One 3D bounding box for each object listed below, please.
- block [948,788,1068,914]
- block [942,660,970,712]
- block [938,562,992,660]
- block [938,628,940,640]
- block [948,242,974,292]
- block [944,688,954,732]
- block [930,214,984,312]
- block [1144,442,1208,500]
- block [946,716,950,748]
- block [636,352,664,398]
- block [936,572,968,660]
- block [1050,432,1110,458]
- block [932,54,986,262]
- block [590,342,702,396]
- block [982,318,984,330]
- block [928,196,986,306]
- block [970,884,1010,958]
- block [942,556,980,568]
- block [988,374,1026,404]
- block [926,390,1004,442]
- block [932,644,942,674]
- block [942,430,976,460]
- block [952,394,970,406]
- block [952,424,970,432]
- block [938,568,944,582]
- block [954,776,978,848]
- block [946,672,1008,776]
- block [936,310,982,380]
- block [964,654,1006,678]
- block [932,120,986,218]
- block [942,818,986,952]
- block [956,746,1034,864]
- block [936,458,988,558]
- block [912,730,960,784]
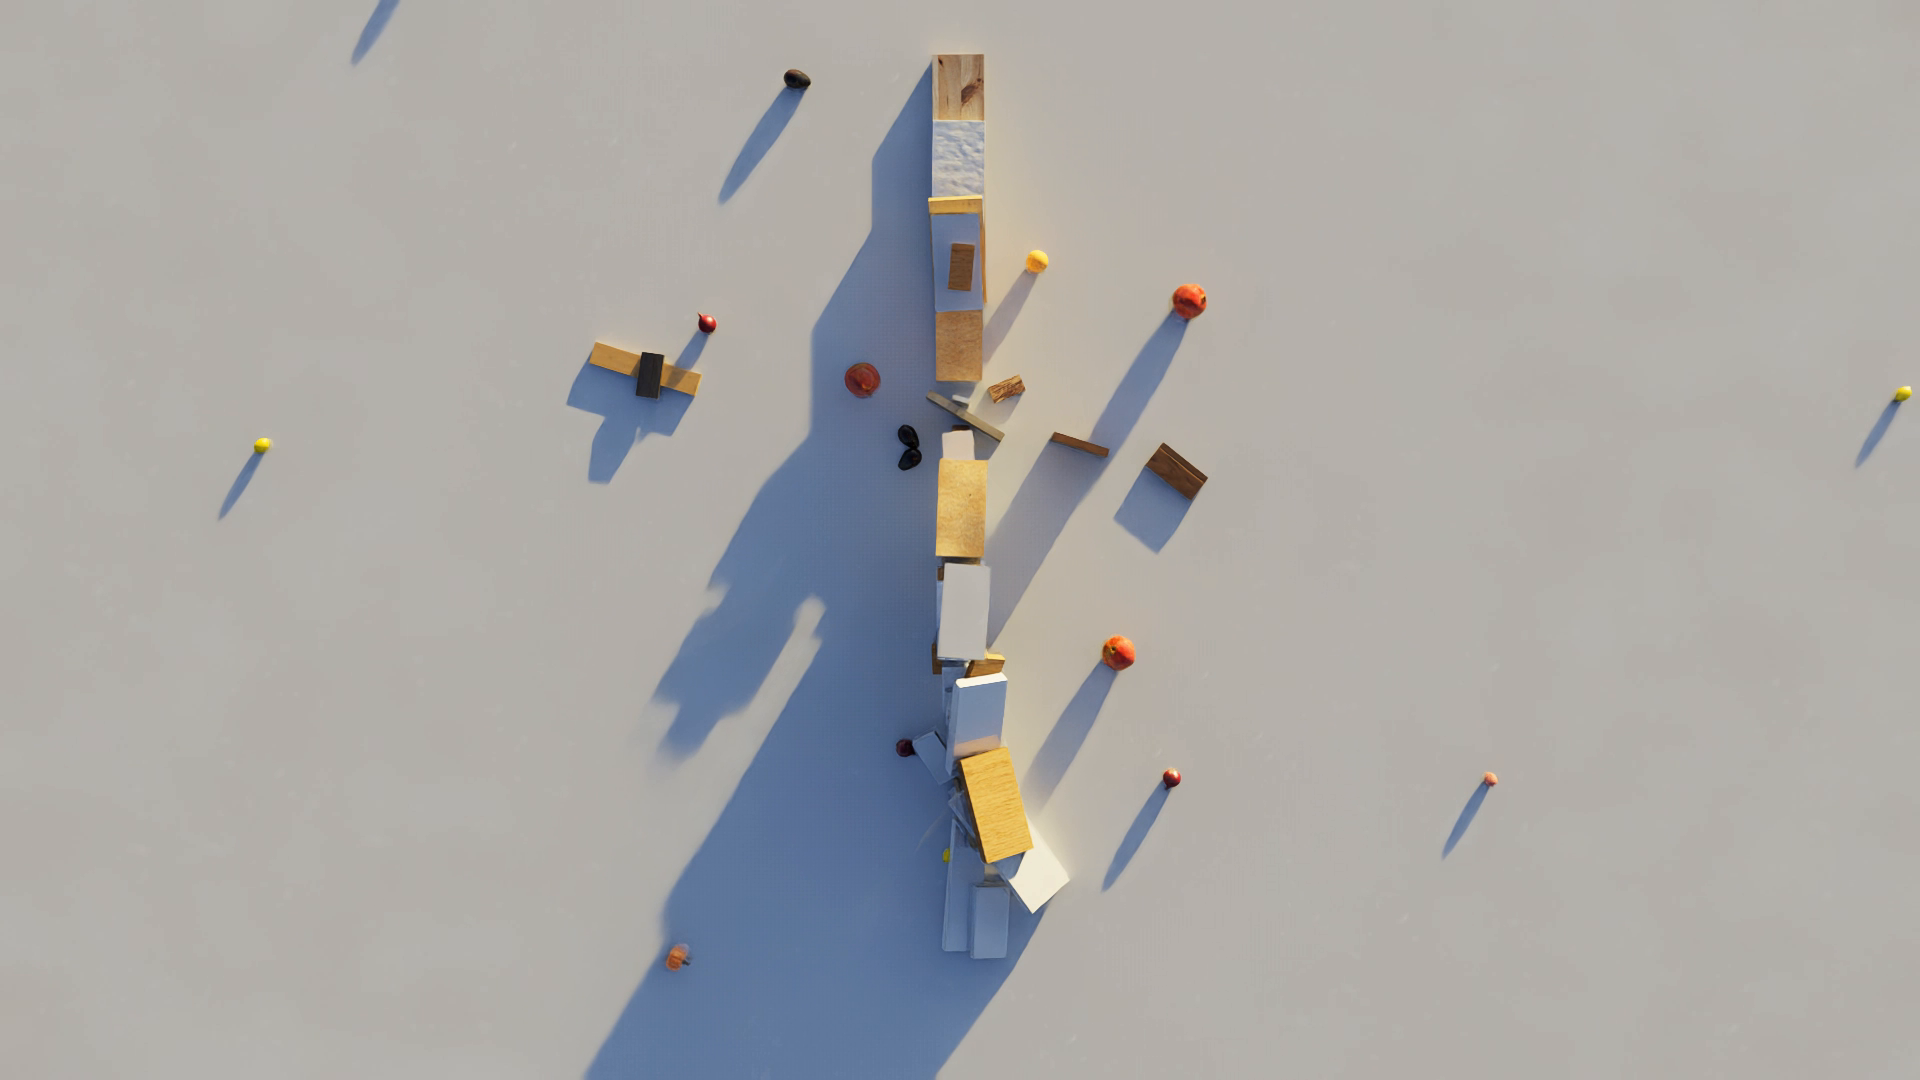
[{"bbox_3d":[0.160,0.990,5.423,0.170,0.048,0.457,-38,97,-21],"label":"block"},{"bbox_3d":[-0.004,0.482,5.417,0.108,0.031,0.216,-1,131,0],"label":"block"},{"bbox_3d":[0.014,0.212,4.885,0.139,0.039,0.277,4,89,0],"label":"block"},{"bbox_3d":[0.003,0.291,5.043,0.139,0.277,0.039,-1,89,0],"label":"block"},{"bbox_3d":[0.005,-0.874,5.283,0.073,0.021,0.147,5,97,-1],"label":"block"},{"bbox_3d":[-0.004,0.559,5.439,0.087,0.025,0.174,-1,126,0],"label":"block"},{"bbox_3d":[-0.009,-0.893,5.313,0.153,0.043,0.306,-3,97,0],"label":"block"},{"bbox_3d":[0.721,-0.228,5.486,0.191,0.027,0.095,38,90,0],"label":"block"},{"bbox_3d":[0.000,0.667,5.457,0.087,0.025,0.174,2,111,0],"label":"block"},{"bbox_3d":[-1.027,-0.546,5.469,0.073,0.021,0.147,8,90,0],"label":"block"},{"bbox_3d":[-0.004,0.238,5.202,0.139,0.039,0.277,0,89,0],"label":"block"},{"bbox_3d":[0.396,-0.314,5.452,0.191,0.095,0.027,18,90,0],"label":"block"},{"bbox_3d":[-0.003,-1.258,5.476,0.173,0.049,0.695,0,90,0],"label":"block"},{"bbox_3d":[-1.046,-0.569,5.490,0.367,0.021,0.073,17,90,0],"label":"block"},{"bbox_3d":[-0.006,-0.838,5.405,0.153,0.043,0.306,-2,113,1],"label":"block"},{"bbox_3d":[-0.006,-0.948,5.409,0.173,0.049,0.346,-3,113,1],"label":"block"},{"bbox_3d":[0.100,1.263,5.463,0.117,0.033,0.235,3,91,-21],"label":"block"},{"bbox_3d":[0.003,-0.026,5.235,0.124,0.035,0.248,0,90,0],"label":"block"},{"bbox_3d":[0.156,-0.503,5.492,0.113,0.016,0.057,-24,90,0],"label":"block"},{"bbox_3d":[0.018,-0.410,5.452,0.286,0.095,0.027,31,90,0],"label":"block"},{"bbox_3d":[-0.037,0.390,5.395,0.108,0.216,0.031,-1,67,0],"label":"block"},{"bbox_3d":[0.000,-0.249,5.289,0.099,0.028,0.197,-6,90,0],"label":"block"},{"bbox_3d":[0.004,-0.461,5.443,0.057,0.113,0.016,16,90,0],"label":"block"},{"bbox_3d":[0.001,-0.358,5.444,0.057,0.113,0.016,2,107,0],"label":"block"},{"bbox_3d":[0.001,0.105,5.045,0.139,0.277,0.039,0,89,0],"label":"block"},{"bbox_3d":[0.065,0.886,5.445,0.117,0.033,0.235,-14,88,-22],"label":"block"},{"bbox_3d":[0.053,0.601,5.372,0.170,0.048,0.339,-7,119,-24],"label":"block"},{"bbox_3d":[-0.003,-0.679,5.423,0.153,0.043,0.306,0,112,0],"label":"block"},{"bbox_3d":[0.061,0.471,5.356,0.108,0.031,0.216,7,113,-30],"label":"block"},{"bbox_3d":[-0.005,-1.201,5.427,0.173,0.049,0.346,1,90,0],"label":"block"},{"bbox_3d":[0.018,1.141,5.464,0.117,0.033,0.433,5,90,-21],"label":"block"},{"bbox_3d":[0.114,0.862,5.370,0.170,0.048,0.339,-14,88,-22],"label":"block"},{"bbox_3d":[0.005,-0.095,4.909,0.144,0.041,0.287,2,90,0],"label":"block"},{"bbox_3d":[-0.076,0.720,5.452,0.087,0.025,0.174,-29,108,11],"label":"block"}]
